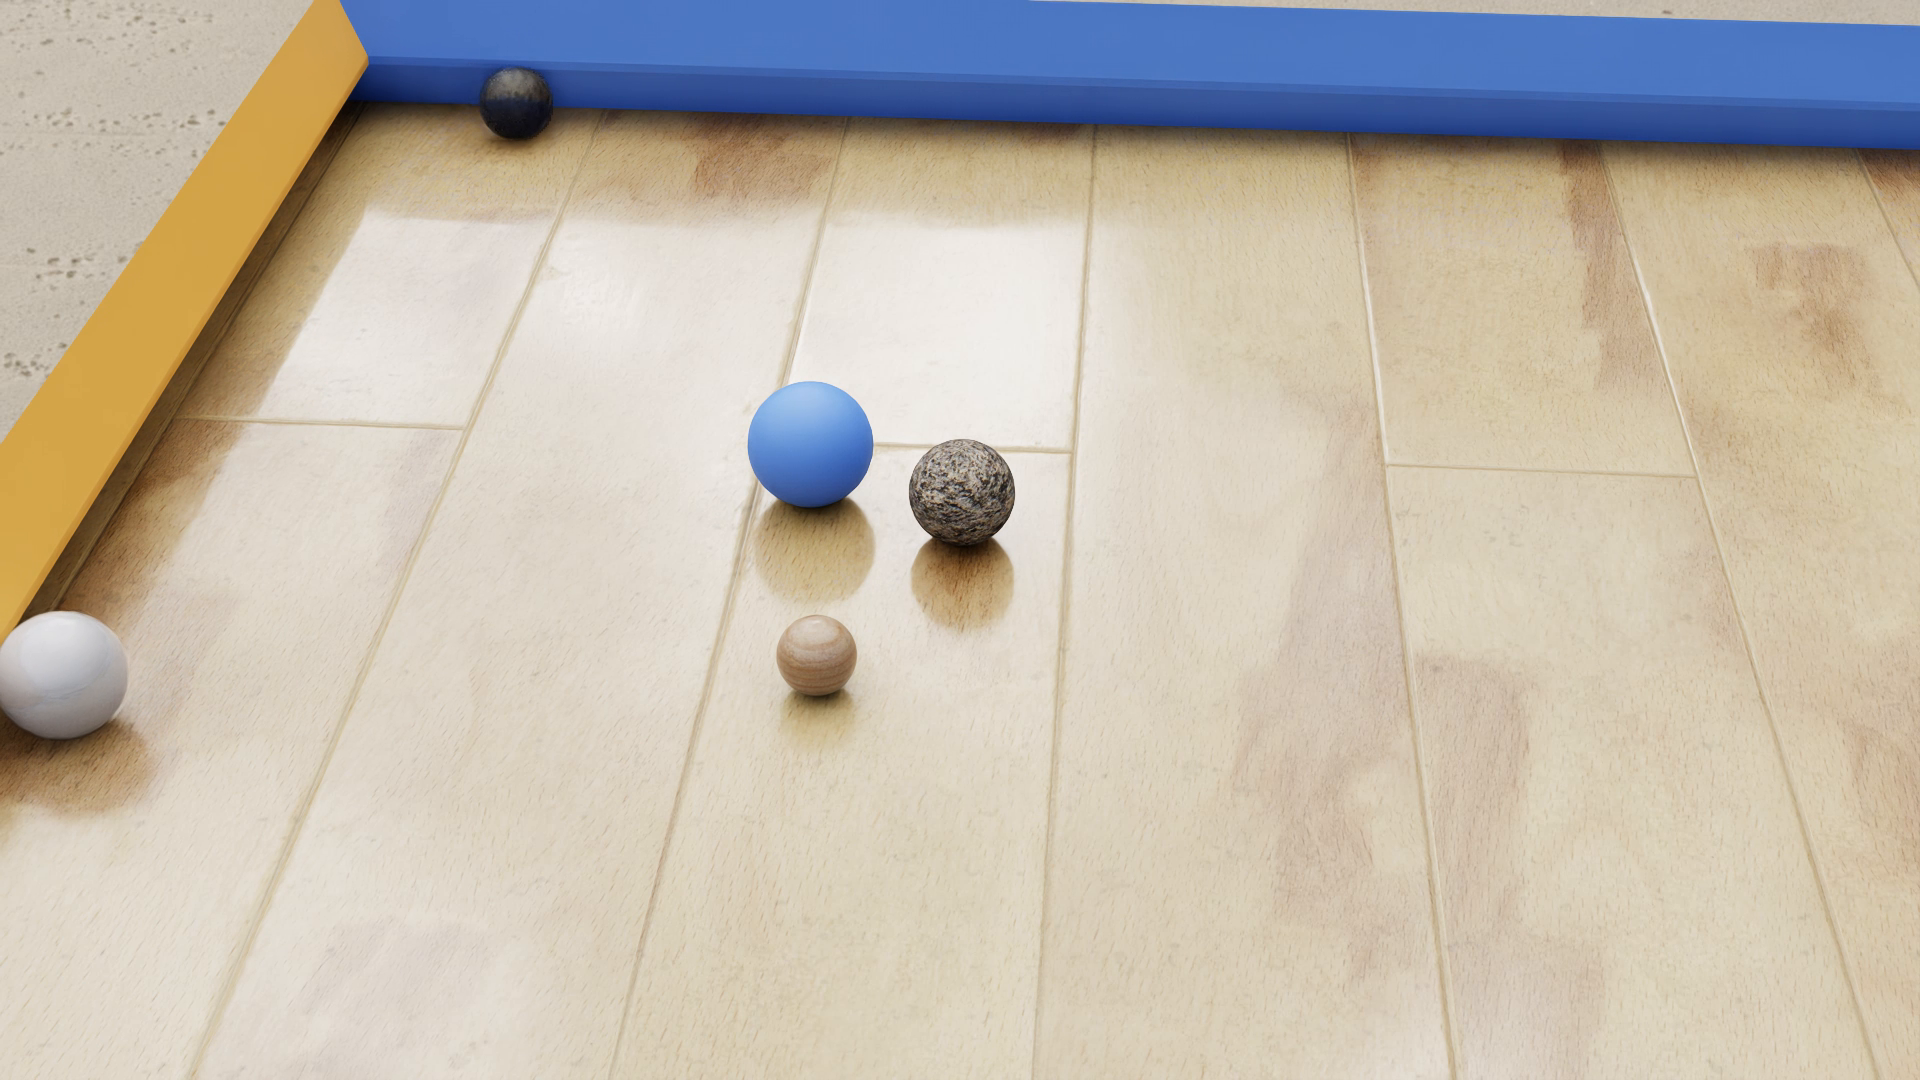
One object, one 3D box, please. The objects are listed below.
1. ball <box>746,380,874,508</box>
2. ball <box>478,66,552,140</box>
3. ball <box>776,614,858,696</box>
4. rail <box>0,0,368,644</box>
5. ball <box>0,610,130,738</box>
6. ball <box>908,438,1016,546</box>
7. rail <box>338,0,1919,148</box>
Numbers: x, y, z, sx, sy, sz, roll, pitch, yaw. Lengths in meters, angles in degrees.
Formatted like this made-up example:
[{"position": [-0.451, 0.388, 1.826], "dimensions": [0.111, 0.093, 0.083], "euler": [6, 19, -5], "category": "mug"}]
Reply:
[{"position": [-0.117, -0.075, 2.004], "dimensions": [0.099, 0.099, 0.099], "euler": [0, 35, 0], "category": "ball"}, {"position": [-0.442, -0.434, 2.548], "dimensions": [0.071, 0.071, 0.071], "euler": [0, 35, 0], "category": "ball"}, {"position": [-0.101, 0.082, 1.814], "dimensions": [0.058, 0.058, 0.058], "euler": [0, 35, 0], "category": "ball"}, {"position": [-0.668, -0.047, 1.936], "dimensions": [0.045, 0.128, 1.618], "euler": [2, 35, 3], "category": "rail"}, {"position": [-0.619, 0.093, 1.770], "dimensions": [0.089, 0.089, 0.089], "euler": [0, 35, 0], "category": "ball"}, {"position": [0.002, -0.036, 1.963], "dimensions": [0.082, 0.082, 0.082], "euler": [0, 35, 0], "category": "ball"}, {"position": [0.748, -0.437, 2.500], "dimensions": [2.773, 0.128, 0.045], "euler": [2, 35, 3], "category": "rail"}]
